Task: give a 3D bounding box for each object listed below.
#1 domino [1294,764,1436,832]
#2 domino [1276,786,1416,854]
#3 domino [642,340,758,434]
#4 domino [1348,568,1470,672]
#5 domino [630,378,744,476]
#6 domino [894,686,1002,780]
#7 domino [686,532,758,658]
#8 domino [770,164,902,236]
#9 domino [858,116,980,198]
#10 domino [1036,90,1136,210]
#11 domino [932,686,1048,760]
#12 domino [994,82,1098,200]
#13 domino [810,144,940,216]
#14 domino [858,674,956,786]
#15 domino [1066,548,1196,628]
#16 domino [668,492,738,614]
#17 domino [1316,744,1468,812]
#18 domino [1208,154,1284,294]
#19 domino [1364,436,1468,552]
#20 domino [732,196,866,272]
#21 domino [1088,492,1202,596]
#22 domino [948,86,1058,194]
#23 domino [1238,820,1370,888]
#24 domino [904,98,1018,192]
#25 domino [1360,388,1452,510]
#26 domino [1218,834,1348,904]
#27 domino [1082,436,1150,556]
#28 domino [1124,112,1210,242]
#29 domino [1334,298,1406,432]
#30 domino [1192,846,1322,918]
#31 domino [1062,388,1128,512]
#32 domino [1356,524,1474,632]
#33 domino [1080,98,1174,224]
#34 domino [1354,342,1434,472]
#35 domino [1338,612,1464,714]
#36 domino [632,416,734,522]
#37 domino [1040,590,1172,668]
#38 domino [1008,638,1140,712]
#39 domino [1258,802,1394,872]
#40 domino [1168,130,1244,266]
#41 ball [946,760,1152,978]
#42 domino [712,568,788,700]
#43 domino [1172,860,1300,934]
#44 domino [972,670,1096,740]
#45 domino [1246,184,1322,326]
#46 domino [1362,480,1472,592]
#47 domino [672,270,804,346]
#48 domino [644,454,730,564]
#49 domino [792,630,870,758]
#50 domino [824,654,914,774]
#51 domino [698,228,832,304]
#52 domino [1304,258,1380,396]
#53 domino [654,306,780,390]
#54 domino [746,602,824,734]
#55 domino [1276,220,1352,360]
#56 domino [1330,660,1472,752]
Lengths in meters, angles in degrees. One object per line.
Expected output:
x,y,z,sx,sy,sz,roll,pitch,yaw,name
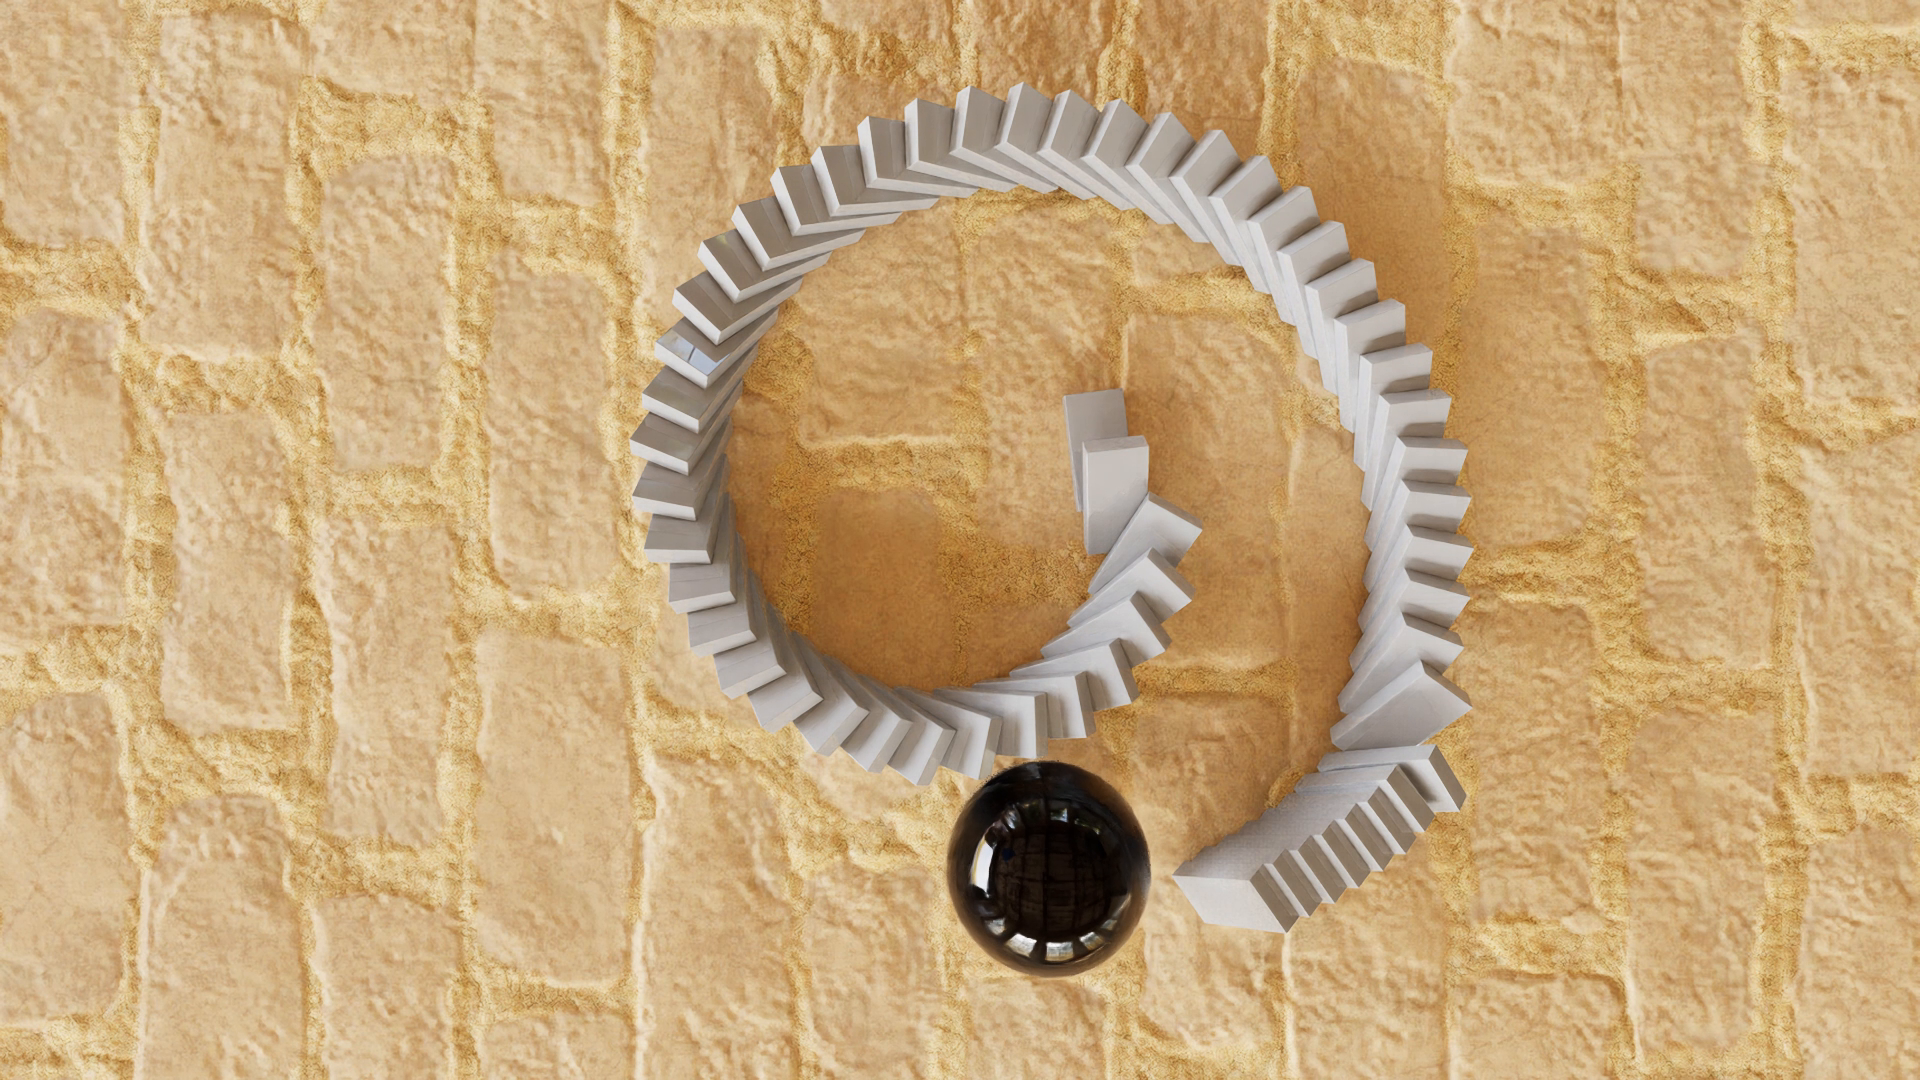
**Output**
0.164,0.107,0.376,0.009,0.050,0.025,-37,90,-30,domino
0.157,0.116,0.376,0.010,0.050,0.025,-37,90,-30,domino
-0.107,-0.069,0.382,0.025,0.010,0.050,26,56,0,domino
0.187,0.037,0.383,0.025,0.010,0.050,16,123,0,domino
-0.113,-0.052,0.382,0.025,0.010,0.050,22,56,0,domino
-0.008,0.079,0.382,0.050,0.009,0.025,12,90,34,domino
-0.100,0.022,0.382,0.025,0.010,0.050,-17,56,0,domino
-0.051,-0.143,0.382,0.050,0.010,0.025,-21,90,-33,domino
-0.017,-0.159,0.382,0.050,0.010,0.025,-8,90,-34,domino
0.057,-0.162,0.382,0.050,0.010,0.025,19,90,-33,domino
0.012,0.075,0.382,0.050,0.010,0.025,-2,90,34,domino
0.039,-0.165,0.382,0.050,0.009,0.025,16,90,-33,domino
-0.035,-0.151,0.382,0.050,0.010,0.025,-18,90,-33,domino
-0.028,0.078,0.382,0.050,0.010,0.025,26,90,35,domino
0.071,0.028,0.381,0.025,0.010,0.050,44,126,-1,domino
-0.107,0.005,0.382,0.025,0.009,0.050,-10,56,0,domino
0.176,0.099,0.376,0.010,0.050,0.025,-38,98,-36,domino
0.126,-0.131,0.382,0.025,0.009,0.050,-43,123,0,domino
0.189,-0.018,0.382,0.025,0.010,0.050,2,123,0,domino
-0.066,-0.132,0.382,0.050,0.010,0.025,-31,90,-34,domino
0.077,0.007,0.384,0.025,0.009,0.050,29,119,0,domino
0.020,-0.166,0.382,0.050,0.010,0.025,8,90,-34,domino
0.139,0.128,0.376,0.009,0.050,0.025,-35,90,-29,domino
0.001,-0.164,0.382,0.050,0.009,0.025,-1,90,-34,domino
0.185,-0.037,0.382,0.025,0.009,0.050,-6,123,0,domino
0.130,0.134,0.376,0.009,0.050,0.025,-35,90,-29,domino
0.065,-0.018,0.382,0.025,0.009,0.050,-6,124,0,domino
0.093,-0.150,0.382,0.050,0.009,0.025,32,90,-33,domino
0.172,-0.072,0.382,0.025,0.010,0.050,-20,123,0,domino
0.121,0.139,0.376,0.010,0.050,0.025,-35,90,-29,domino
0.060,-0.038,0.395,0.025,0.009,0.050,-7,90,0,domino
0.189,0.019,0.382,0.025,0.010,0.050,11,123,0,domino
0.075,-0.157,0.382,0.050,0.009,0.025,25,90,-33,domino
0.180,-0.055,0.382,0.025,0.009,0.050,-12,123,0,domino
0.183,0.056,0.383,0.025,0.010,0.050,21,123,0,domino
-0.115,-0.033,0.382,0.025,0.010,0.050,11,55,0,domino
0.060,0.044,0.382,0.050,0.009,0.025,-35,90,35,domino
0.047,0.060,0.382,0.050,0.009,0.025,-22,90,35,domino
0.148,0.122,0.376,0.009,0.050,0.025,-37,90,-30,domino
0.110,-0.142,0.382,0.025,0.009,0.050,-50,123,0,domino
0.034,0.128,0.360,0.080,0.080,0.080,0,90,0,ball
-0.091,0.038,0.382,0.025,0.009,0.050,-25,55,0,domino
0.112,0.146,0.376,0.010,0.050,0.025,-35,90,-29,domino
0.030,0.070,0.382,0.050,0.009,0.025,-11,90,34,domino
0.140,-0.118,0.382,0.025,0.010,0.050,-35,123,0,domino
0.190,0.000,0.382,0.025,0.009,0.050,6,123,0,domino
-0.092,-0.104,0.382,0.025,0.010,0.050,43,56,0,domino
-0.113,-0.014,0.382,0.025,0.009,0.050,1,56,0,domino
-0.062,0.063,0.382,0.025,0.010,0.050,-48,55,0,domino
-0.045,0.072,0.382,0.050,0.010,0.025,33,90,35,domino
-0.081,-0.120,0.382,0.050,0.009,0.025,-37,90,-34,domino
0.162,-0.088,0.382,0.025,0.009,0.050,-27,123,0,domino
-0.101,-0.087,0.382,0.025,0.009,0.050,34,56,0,domino
-0.079,0.052,0.382,0.025,0.010,0.050,-35,55,0,domino
0.151,-0.104,0.382,0.025,0.009,0.050,-31,123,0,domino
0.183,0.074,0.382,0.025,0.010,0.050,35,122,-5,domino
